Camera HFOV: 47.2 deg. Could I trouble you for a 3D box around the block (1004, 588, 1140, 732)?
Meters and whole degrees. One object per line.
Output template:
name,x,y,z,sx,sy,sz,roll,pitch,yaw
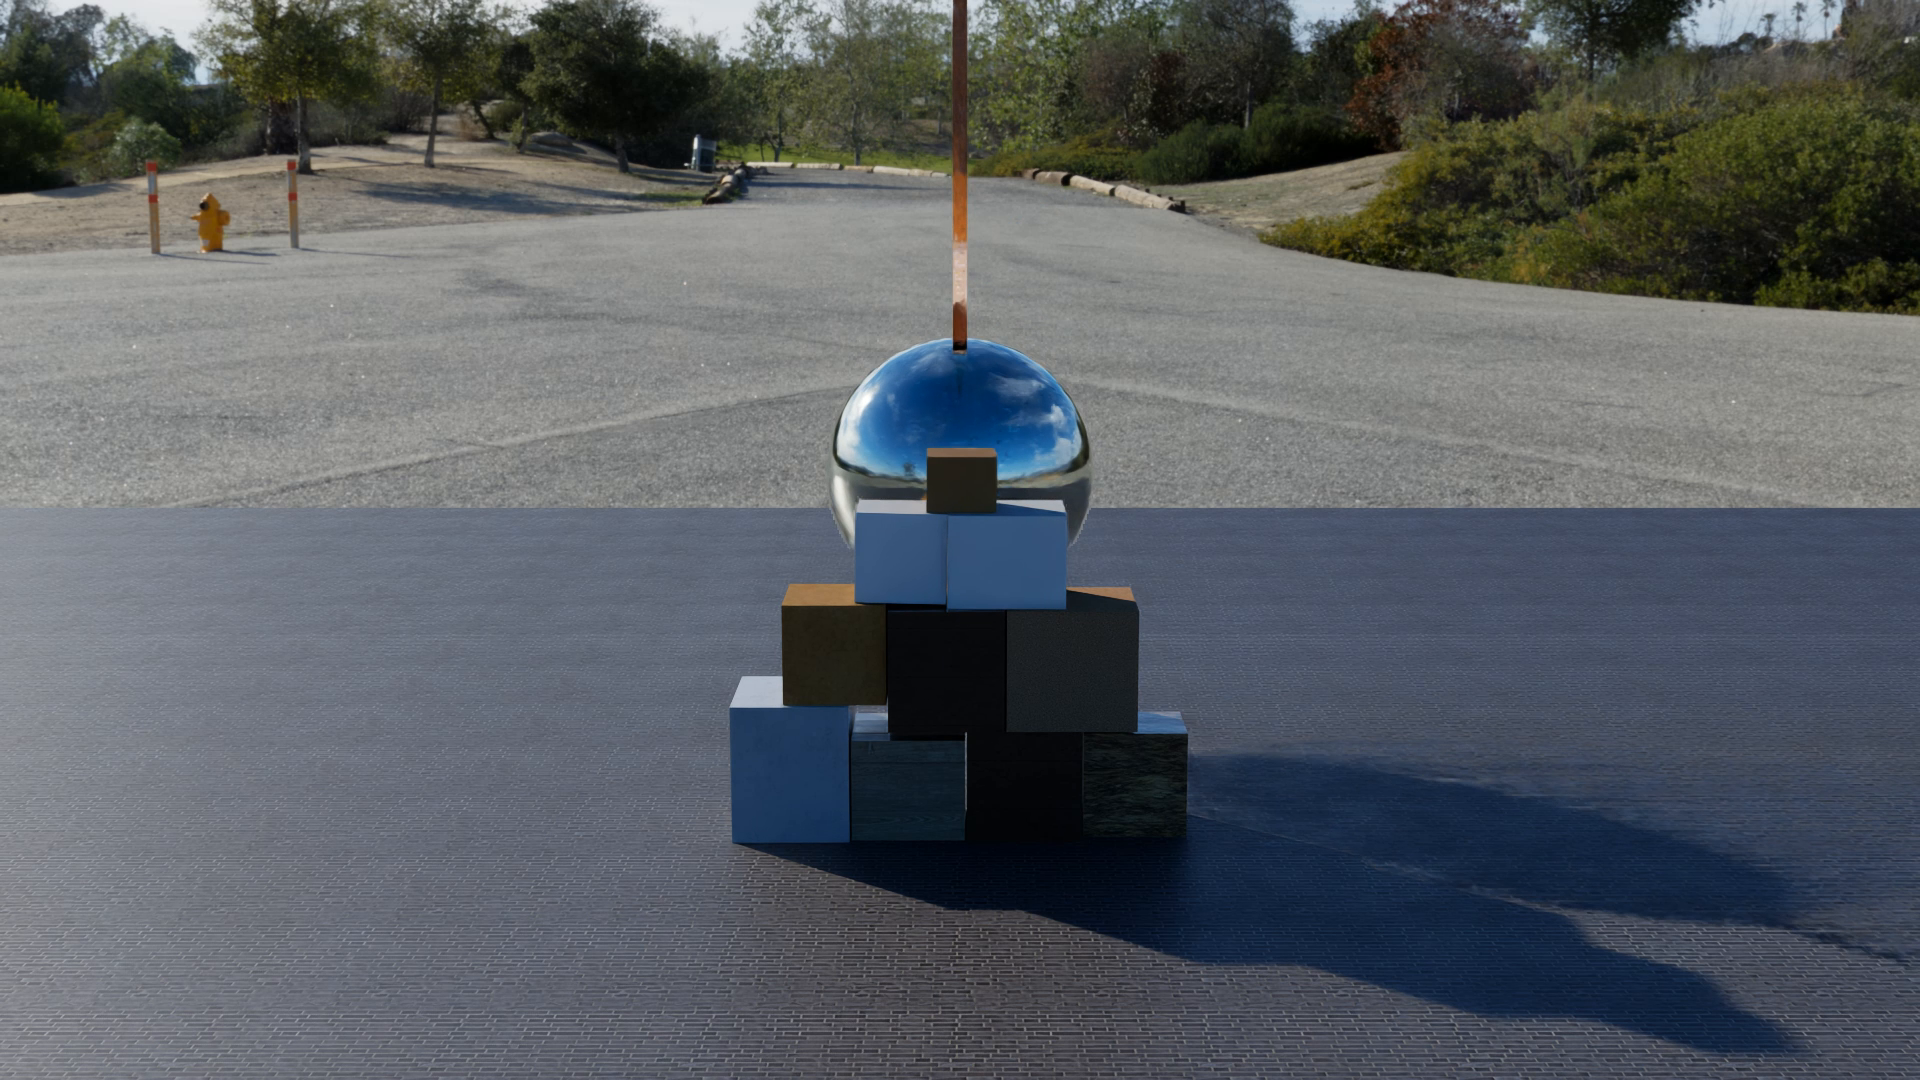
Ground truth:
block,0.562,0.605,11.273,0.658,0.617,0.603,0,10,0

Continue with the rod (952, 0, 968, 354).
rod,0.000,-3.343,11.486,0.080,5.200,0.080,0,31,0

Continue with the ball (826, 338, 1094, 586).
ball,0.000,-0.414,13.213,1.600,1.600,1.600,0,10,0

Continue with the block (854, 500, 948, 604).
block,-0.294,0.056,11.186,0.459,0.457,0.413,1,10,0

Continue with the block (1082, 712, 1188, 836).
block,0.891,1.209,11.394,0.527,0.545,0.433,0,10,0

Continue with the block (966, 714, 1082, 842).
block,0.326,1.190,11.404,0.582,0.579,0.617,0,10,0

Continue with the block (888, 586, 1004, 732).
block,-0.069,0.601,11.294,0.583,0.618,0.666,0,10,0

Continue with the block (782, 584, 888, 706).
block,-0.630,0.530,11.280,0.520,0.512,0.548,0,10,0

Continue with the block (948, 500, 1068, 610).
block,0.235,0.068,11.182,0.590,0.470,0.509,0,10,0

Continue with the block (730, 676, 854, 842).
block,-0.857,1.128,11.393,0.596,0.705,0.650,0,10,0

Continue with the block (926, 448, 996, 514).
block,0.007,-0.303,11.117,0.349,0.283,0.340,0,10,0

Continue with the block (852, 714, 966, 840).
block,-0.262,1.220,11.392,0.574,0.523,0.543,0,10,0
